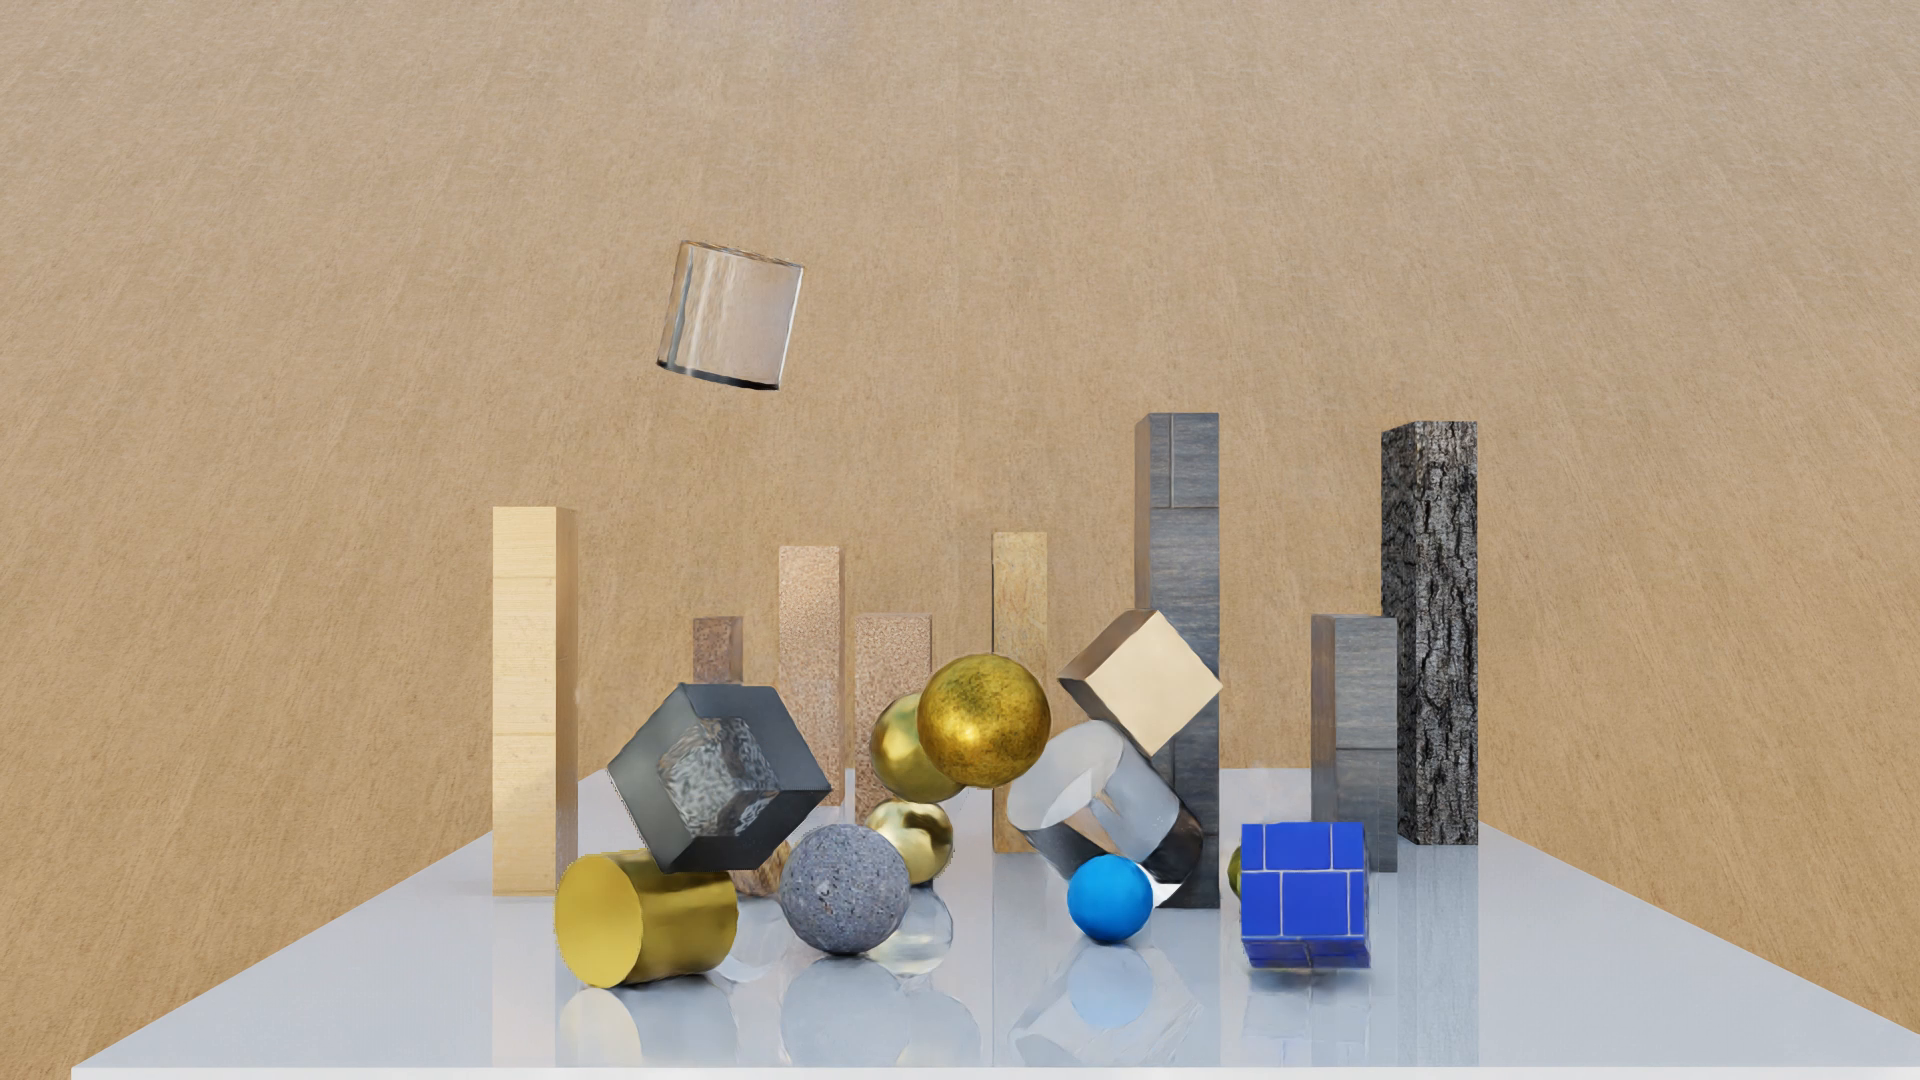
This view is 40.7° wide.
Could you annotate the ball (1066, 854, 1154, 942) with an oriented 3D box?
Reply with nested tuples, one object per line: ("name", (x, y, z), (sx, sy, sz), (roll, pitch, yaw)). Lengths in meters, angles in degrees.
("ball", (0.210, 0.500, 3.620), (0.120, 0.120, 0.120), (0, 32, 0))

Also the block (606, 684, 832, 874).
("block", (-0.305, 0.302, 3.281), (0.168, 0.168, 0.168), (6, 44, -50))

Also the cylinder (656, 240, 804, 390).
("cylinder", (-0.263, -0.256, 2.958), (0.143, 0.143, 0.143), (12, 8, -2))

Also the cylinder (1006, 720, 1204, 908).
("cylinder", (0.214, 0.414, 3.823), (0.210, 0.210, 0.210), (-32, 26, 18))

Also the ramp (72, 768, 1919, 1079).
("ramp", (0.070, 0.622, 4.707), (2.000, 0.100, 4.000), (0, -1, 0))

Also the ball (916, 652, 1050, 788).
("ball", (0.029, 0.219, 3.147), (0.163, 0.163, 0.163), (0, 32, 0))

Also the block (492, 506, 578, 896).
("block", (-0.693, 0.258, 4.241), (0.100, 0.619, 0.243), (0, -1, 0))

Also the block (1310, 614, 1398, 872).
("block", (0.696, 0.352, 4.591), (0.105, 0.436, 0.316), (0, -1, 0))

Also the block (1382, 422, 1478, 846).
("block", (0.916, 0.177, 5.069), (0.116, 0.797, 0.394), (0, -1, 0))

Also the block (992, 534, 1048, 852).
("block", (0.111, 0.281, 4.892), (0.098, 0.585, 0.299), (0, -1, 0))

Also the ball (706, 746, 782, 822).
("ball", (-0.382, 0.431, 4.576), (0.136, 0.136, 0.136), (0, 32, 0))

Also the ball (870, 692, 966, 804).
("ball", (-0.054, 0.329, 4.106), (0.179, 0.179, 0.179), (0, 32, 0))

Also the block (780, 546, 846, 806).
("block", (-0.329, 0.300, 5.806), (0.132, 0.568, 0.269), (0, -1, 0))

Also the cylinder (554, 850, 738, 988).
("cylinder", (-0.397, 0.476, 3.281), (0.163, 0.163, 0.163), (28, 17, 37))

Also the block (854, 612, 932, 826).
("block", (-0.113, 0.351, 4.538), (0.126, 0.439, 0.405), (0, -1, 0))

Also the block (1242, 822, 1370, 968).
("block", (0.443, 0.455, 3.311), (0.151, 0.151, 0.151), (-2, 68, 11))

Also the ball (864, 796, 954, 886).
("ball", (-0.086, 0.492, 4.259), (0.151, 0.151, 0.151), (0, 32, 0))

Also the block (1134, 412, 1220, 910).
("block", (0.344, 0.186, 4.135), (0.106, 0.759, 0.344), (0, -1, 0))

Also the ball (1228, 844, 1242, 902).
("ball", (0.464, 0.509, 3.959), (0.111, 0.111, 0.111), (0, 32, 0))

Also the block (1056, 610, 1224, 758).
("block", (0.266, 0.212, 3.862), (0.152, 0.152, 0.152), (-43, 9, -11))

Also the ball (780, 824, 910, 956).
("ball", (-0.155, 0.471, 3.498), (0.177, 0.177, 0.177), (0, 32, 0))

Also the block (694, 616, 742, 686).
("block", (-0.539, 0.378, 5.788), (0.082, 0.410, 0.279), (0, -1, 0))

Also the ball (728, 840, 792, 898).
("ball", (-0.320, 0.510, 4.109), (0.111, 0.111, 0.111), (0, 32, 0))
